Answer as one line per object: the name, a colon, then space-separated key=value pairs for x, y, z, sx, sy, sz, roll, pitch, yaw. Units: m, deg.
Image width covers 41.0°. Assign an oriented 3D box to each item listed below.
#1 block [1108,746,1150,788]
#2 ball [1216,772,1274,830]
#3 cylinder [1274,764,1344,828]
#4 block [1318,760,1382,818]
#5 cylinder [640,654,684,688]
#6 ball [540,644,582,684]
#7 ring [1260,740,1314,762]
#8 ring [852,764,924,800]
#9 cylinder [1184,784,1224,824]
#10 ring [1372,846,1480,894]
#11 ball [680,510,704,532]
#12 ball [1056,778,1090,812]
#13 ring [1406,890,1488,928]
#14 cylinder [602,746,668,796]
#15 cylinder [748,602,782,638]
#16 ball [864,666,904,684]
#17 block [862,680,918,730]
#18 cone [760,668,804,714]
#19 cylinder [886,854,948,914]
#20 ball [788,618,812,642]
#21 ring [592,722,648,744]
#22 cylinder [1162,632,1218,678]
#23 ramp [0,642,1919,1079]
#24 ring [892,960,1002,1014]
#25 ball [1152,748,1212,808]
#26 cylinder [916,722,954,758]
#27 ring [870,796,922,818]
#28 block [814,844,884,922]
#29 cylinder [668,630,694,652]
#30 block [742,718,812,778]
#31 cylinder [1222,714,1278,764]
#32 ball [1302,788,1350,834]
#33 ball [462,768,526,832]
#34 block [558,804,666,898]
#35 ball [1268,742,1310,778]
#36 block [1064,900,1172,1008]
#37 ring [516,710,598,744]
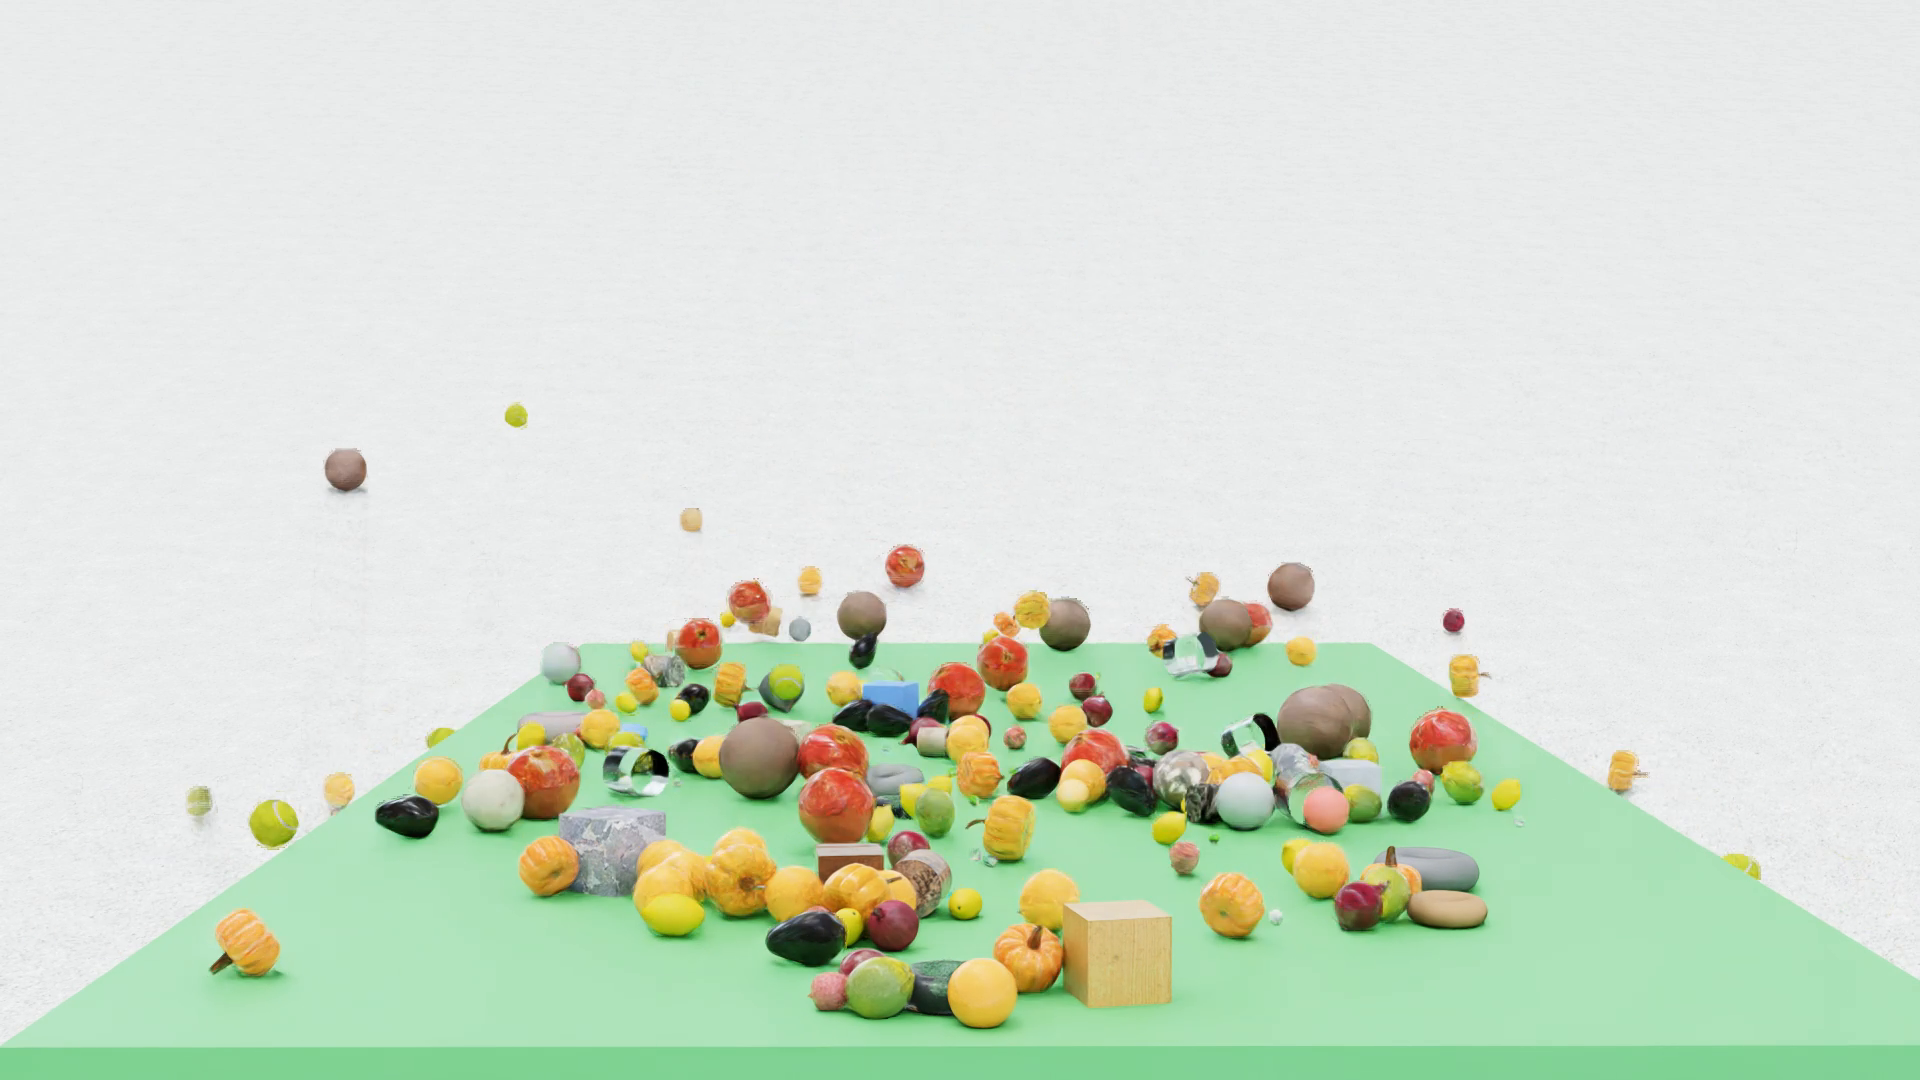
block: x=0.276 y=0.371 z=4.191 sx=0.060 sy=0.060 sz=0.060 roll=1 pitch=3 yaw=10
ball: x=0.418 y=0.383 z=3.768 sx=0.085 sy=0.085 sz=0.085 roll=0 pitch=20 yaw=0
cylinder: x=0.517 y=0.381 z=3.812 sx=0.085 sy=0.085 sz=0.085 roll=-3 pitch=4 yaw=-9
block: x=0.593 y=0.379 z=3.907 sx=0.077 sy=0.077 sz=0.077 roll=-1 pitch=3 yaw=-8
cylinder: x=-0.644 y=0.284 z=5.563 sx=0.070 sy=0.070 sz=0.070 roll=2 pitch=19 yaw=25
ball: x=-0.873 y=0.271 z=5.618 sx=0.090 sy=0.090 sz=0.090 roll=0 pitch=20 yaw=0
ring: x=0.563 y=0.368 z=4.446 sx=0.098 sy=0.033 sz=0.098 roll=1 pitch=8 yaw=0
ring: x=-0.114 y=0.385 z=4.082 sx=0.115 sy=0.038 sz=0.115 roll=-5 pitch=12 yaw=1
cylinder: x=0.374 y=0.393 z=3.829 sx=0.057 sy=0.057 sz=0.057 roll=0 pitch=19 yaw=-20
ring: x=0.604 y=0.429 z=3.333 sx=0.137 sy=0.046 sz=0.137 roll=1 pitch=3 yaw=0
ball: x=-0.790 y=-0.057 z=7.562 sx=0.067 sy=0.067 sz=0.067 roll=0 pitch=20 yaw=0
ball: x=0.173 y=0.391 z=3.927 sx=0.051 sy=0.051 sz=0.051 roll=0 pitch=20 yaw=0
ring: x=0.591 y=0.448 z=3.118 sx=0.098 sy=0.033 sz=0.098 roll=1 pitch=3 yaw=0
cylinder: x=-0.517 y=0.369 z=4.094 sx=0.076 sy=0.076 sz=0.076 roll=-19 pitch=14 yaw=-41
cylinder: x=-0.511 y=0.210 z=6.752 sx=0.079 sy=0.079 sz=0.079 roll=11 pitch=20 yaw=-3
ball: x=-0.152 y=0.298 z=5.213 sx=0.084 sy=0.084 sz=0.084 roll=0 pitch=20 yaw=0
block: x=-0.133 y=0.316 z=4.911 sx=0.084 sy=0.084 sz=0.084 roll=1 pitch=4 yaw=18
cone: x=-0.352 y=0.323 z=5.157 sx=0.093 sy=0.093 sz=0.093 roll=-4 pitch=31 yaw=-10
cylinder: x=-0.052 y=0.425 z=3.175 sx=0.073 sy=0.073 sz=0.073 roll=1 pitch=-6 yaw=2
ball: x=-0.411 y=0.231 z=6.602 sx=0.061 sy=0.061 sz=0.061 roll=0 pitch=20 yaw=0
ring: x=-0.623 y=0.354 z=4.698 sx=0.102 sy=0.034 sz=0.102 roll=2 pitch=0 yaw=0
cylinder: x=0.512 y=0.255 z=5.706 sx=0.088 sy=0.088 sz=0.088 roll=-14 pitch=7 yaw=42
ramp: x=0.048 y=0.430 z=4.533 sx=2.000 sy=0.100 sz=4.000 roll=0 pitch=3 yaw=0
ring: x=-0.015 y=0.470 z=2.702 sx=0.116 sy=0.039 sz=0.116 roll=0 pitch=5 yaw=0
ball: x=0.342 y=0.368 z=3.959 sx=0.092 sy=0.092 sz=0.092 roll=0 pitch=20 yaw=0
cylinder: x=-0.044 y=0.355 z=4.516 sx=0.052 sy=0.052 sz=0.052 roll=24 pitch=26 yaw=13
ring: x=-0.097 y=0.405 z=3.903 sx=0.079 sy=0.026 sz=0.079 roll=1 pitch=4 yaw=0
block: x=-0.137 y=0.421 z=3.168 sx=0.080 sy=0.080 sz=0.080 roll=0 pitch=3 yaw=-6
cylinder: x=-0.677 y=0.246 z=6.220 sx=0.053 sy=0.053 sz=0.053 roll=1 pitch=19 yaw=-21
block: x=-0.310 y=0.350 z=4.338 sx=0.084 sy=0.084 sz=0.084 roll=2 pitch=4 yaw=36
cylinder: x=0.498 y=0.341 z=4.410 sx=0.070 sy=0.070 sz=0.070 roll=-29 pitch=-3 yaw=42
ball: x=0.533 y=0.394 z=3.738 sx=0.067 sy=0.067 sz=0.067 roll=0 pitch=20 yaw=0
ball: x=-0.683 y=0.381 z=3.756 sx=0.092 sy=0.092 sz=0.092 roll=0 pitch=20 yaw=0
block: x=-0.451 y=0.403 z=3.335 sx=0.098 sy=0.098 sz=0.098 roll=2 pitch=4 yaw=34
ball: x=0.540 y=0.366 z=4.209 sx=0.067 sy=0.067 sz=0.067 roll=0 pitch=20 yaw=0
block: x=0.167 y=0.441 z=2.742 sx=0.092 sy=0.092 sz=0.092 roll=-1 pitch=4 yaw=-14
ring: x=-0.740 y=0.344 z=4.728 sx=0.150 sy=0.050 sz=0.150 roll=1 pitch=2 yaw=0
